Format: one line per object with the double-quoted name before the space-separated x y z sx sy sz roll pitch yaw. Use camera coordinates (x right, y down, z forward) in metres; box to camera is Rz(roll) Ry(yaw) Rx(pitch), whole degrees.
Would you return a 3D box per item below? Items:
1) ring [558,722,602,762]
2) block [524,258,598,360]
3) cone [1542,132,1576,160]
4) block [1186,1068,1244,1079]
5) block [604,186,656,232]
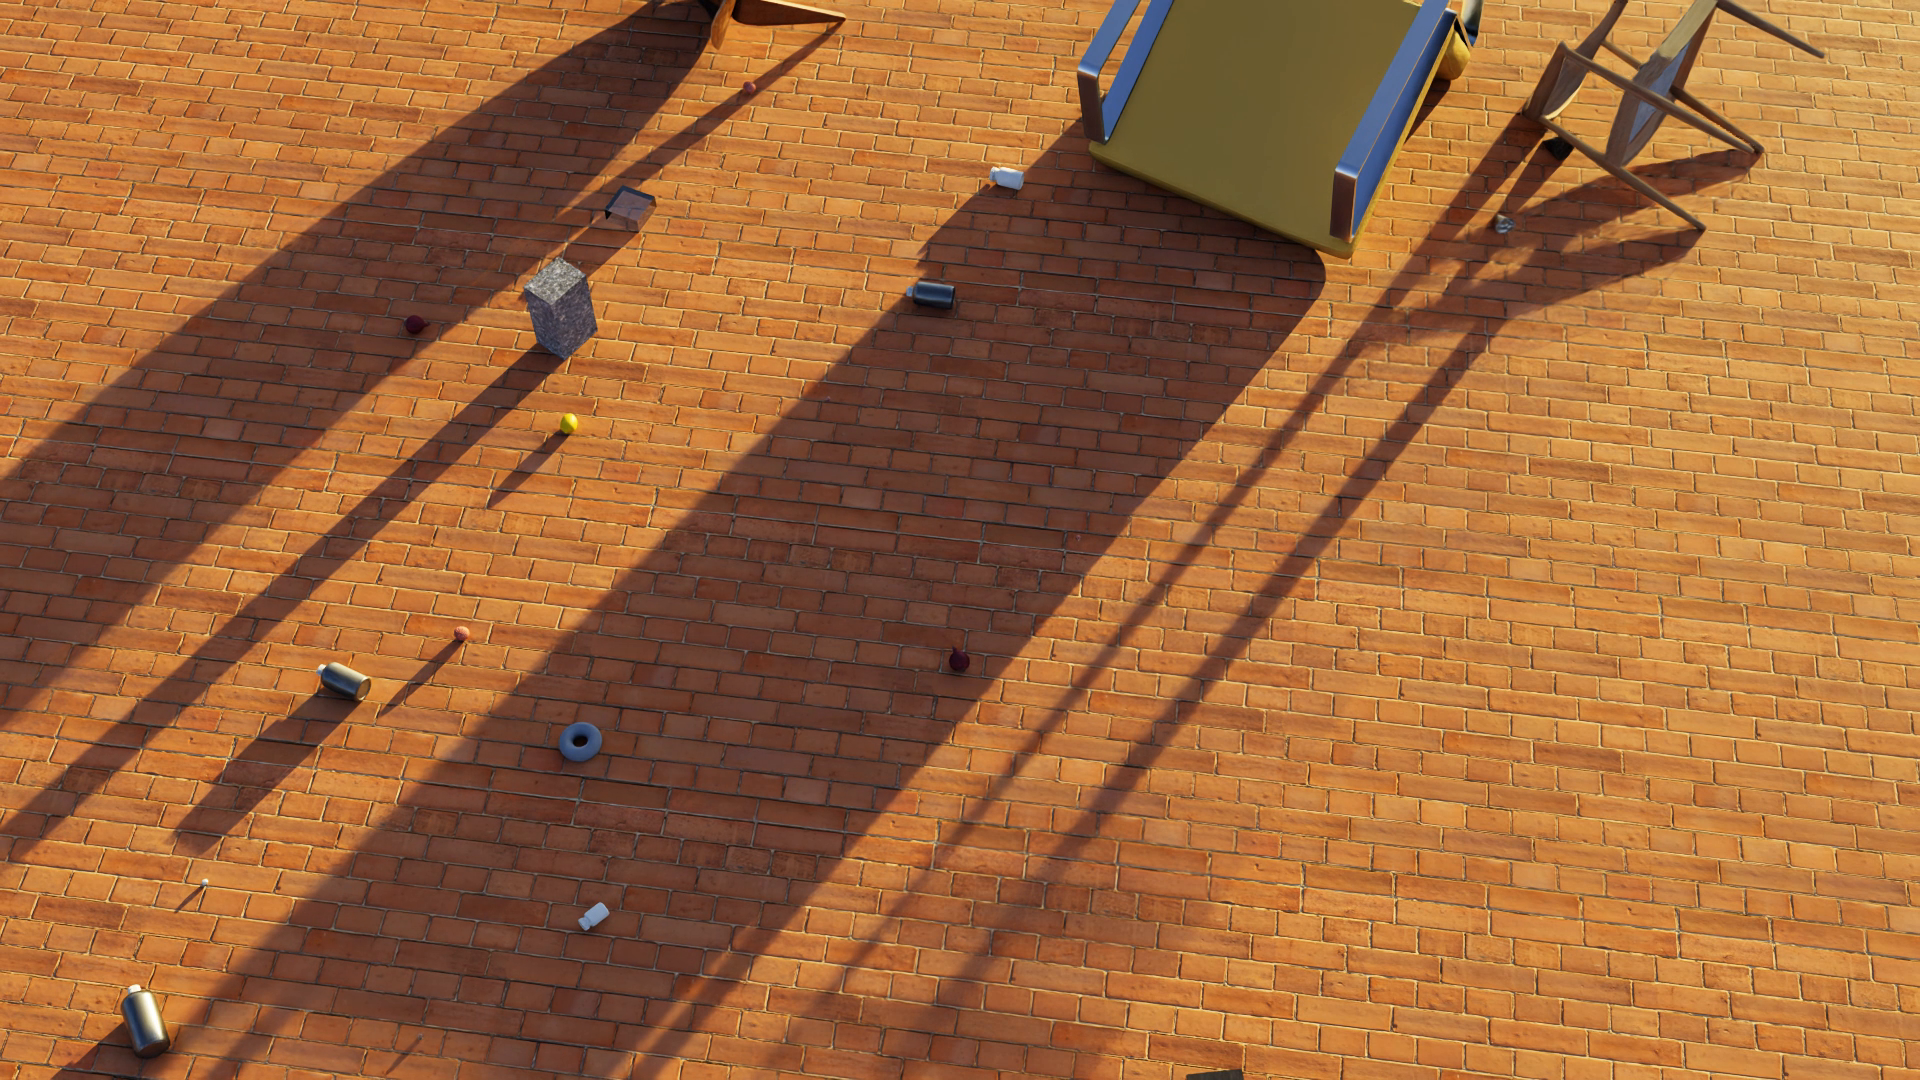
"ring" -1.064 0.566 6.165 0.122 0.049 0.118 -12 58 -7
"block" -1.251 -0.724 6.896 0.120 0.272 0.155 33 62 20
"cone" 2.009 -1.342 7.450 0.114 0.087 0.095 -35 38 -26
"block" 0.655 1.475 5.526 0.142 0.097 0.254 -5 56 -3
"block" -1.090 -1.097 7.278 0.124 0.054 0.120 21 59 13
